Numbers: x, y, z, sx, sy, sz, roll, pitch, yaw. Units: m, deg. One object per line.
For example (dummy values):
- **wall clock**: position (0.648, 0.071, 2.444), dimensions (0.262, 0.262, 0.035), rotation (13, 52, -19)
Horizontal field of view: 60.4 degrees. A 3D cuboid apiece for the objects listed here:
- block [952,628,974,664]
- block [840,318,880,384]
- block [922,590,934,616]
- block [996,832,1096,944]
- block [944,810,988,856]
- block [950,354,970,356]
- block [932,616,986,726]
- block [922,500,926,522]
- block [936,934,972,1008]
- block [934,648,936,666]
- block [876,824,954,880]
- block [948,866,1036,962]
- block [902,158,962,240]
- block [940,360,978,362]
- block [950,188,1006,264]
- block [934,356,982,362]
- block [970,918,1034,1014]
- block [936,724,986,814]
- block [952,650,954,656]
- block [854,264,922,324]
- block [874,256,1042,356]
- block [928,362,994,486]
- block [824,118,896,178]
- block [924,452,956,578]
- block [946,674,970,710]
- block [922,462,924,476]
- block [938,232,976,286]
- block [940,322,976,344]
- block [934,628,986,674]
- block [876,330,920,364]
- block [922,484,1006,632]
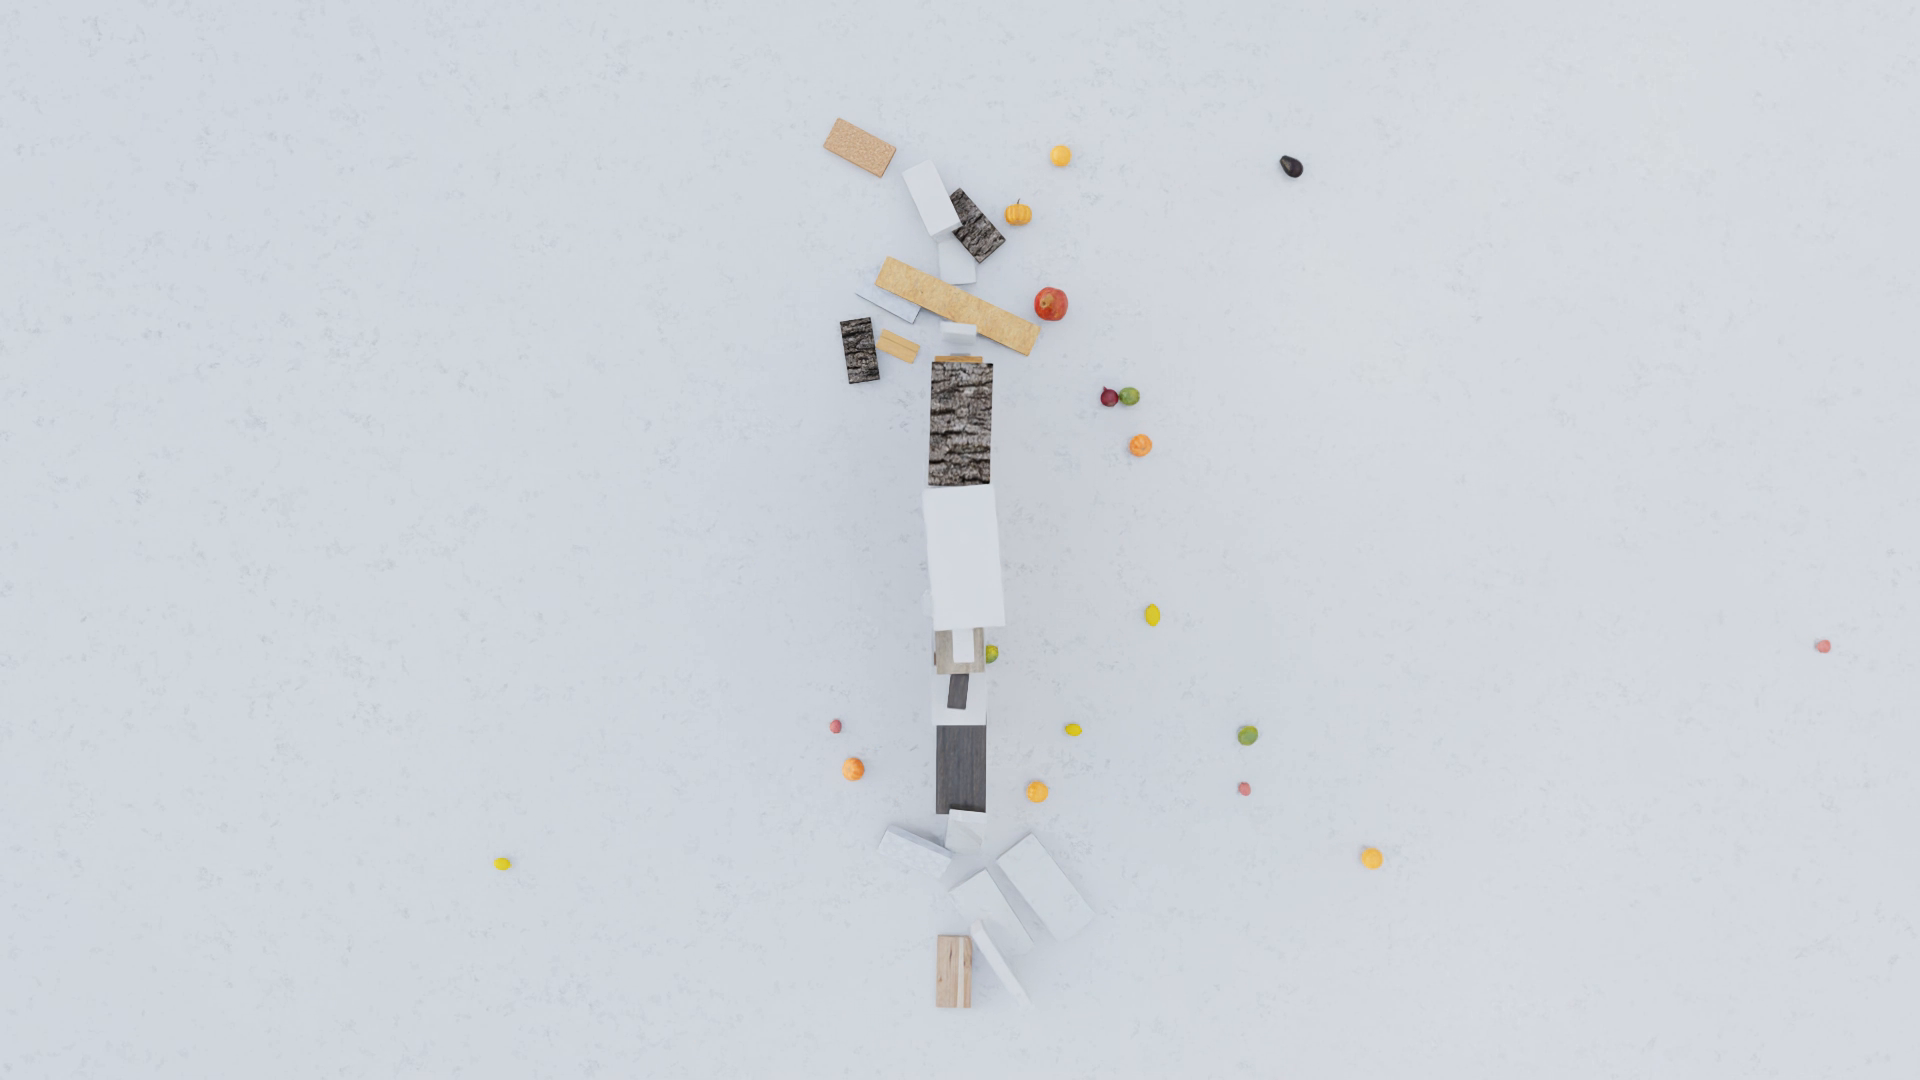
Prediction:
- **block**: position (0.009, 0.278, 4.488), dimensions (0.056, 0.016, 0.112), rotation (-3, 90, 0)
- **block**: position (-0.333, -0.630, 5.485), dimensions (0.103, 0.029, 0.207), rotation (-9, 90, 0)
- **block**: position (-0.006, 0.160, 4.354), dimensions (0.174, 0.509, 0.049), rotation (-3, 90, 0)
- **block**: position (0.285, 1.153, 5.478), dimensions (0.152, 0.043, 0.347), rotation (-38, 90, 0)
- **block**: position (0.016, 0.940, 5.283), dimensions (0.117, 0.458, 0.033), rotation (6, 67, 0)
- **block**: position (0.001, -0.584, 5.355), dimensions (0.068, 0.292, 0.019), rotation (0, 101, 0)
- **block**: position (-0.004, 0.391, 4.940), dimensions (0.160, 0.045, 0.320), rotation (0, 90, 0)
- **block**: position (-0.009, -0.076, 4.274), dimensions (0.174, 0.348, 0.049), rotation (-1, 90, 0)
- **block**: position (-0.019, 1.434, 5.483), dimensions (0.117, 0.033, 0.233), rotation (1, 90, 0)
- **block**: position (-0.006, 0.335, 4.782), dimensions (0.135, 0.271, 0.038), rotation (-1, 90, 0)
- **block**: position (-0.149, 1.031, 5.451), dimensions (0.233, 0.033, 0.117), rotation (24, 129, 0)
- **block**: position (0.103, 1.258, 5.478), dimensions (0.152, 0.043, 0.304), rotation (-33, 90, 0)
- **block**: position (-0.093, -1.123, 5.431), dimensions (0.109, 0.031, 0.267), rotation (-25, 69, 6)
- **block**: position (-0.001, -0.455, 4.481), dimensions (0.104, 0.207, 0.029), rotation (1, 107, 0)
- **block**: position (0.033, -1.039, 5.451), dimensions (0.115, 0.033, 0.230), rotation (-41, 90, 0)
- **block**: position (-0.004, -0.377, 4.604), dimensions (0.134, 0.038, 0.268), rotation (0, 90, 0)
- **block**: position (0.135, 1.388, 5.380), dimensions (0.043, 0.152, 0.304), rotation (-33, 90, -2)
- **block**: position (0.004, 0.699, 5.163), dimensions (0.157, 0.044, 0.313), rotation (0, 90, 0)
- **block**: position (0.009, 0.316, 4.552), dimensions (0.056, 0.112, 0.016), rotation (-4, 90, 0)
- **block**: position (-0.229, -0.817, 5.485), dimensions (0.218, 0.031, 0.109), rotation (28, 90, 0)
- **block**: position (-0.006, -0.774, 5.460), dimensions (0.561, 0.029, 0.103), rotation (25, 93, -5)
- **block**: position (0.002, -0.288, 4.119), dimensions (0.153, 0.043, 0.307), rotation (2, 90, 0)
- **block**: position (-0.333, -1.304, 5.485), dimensions (0.218, 0.031, 0.109), rotation (28, 90, 0)
- **block**: position (-0.007, -0.071, 4.472), dimensions (0.170, 0.048, 0.339), rotation (-2, 90, 0)
- **block**: position (-0.005, 0.437, 4.800), dimensions (0.055, 0.016, 0.110), rotation (6, 90, 0)
- **block**: position (-0.016, -0.189, 4.666), dimensions (0.170, 0.339, 0.048), rotation (-1, 90, 0)
- **block**: position (-0.014, -0.964, 5.484), dimensions (0.115, 0.033, 0.230), rotation (-5, 90, 0)
- **block**: position (-0.005, -0.676, 5.385), dimensions (0.115, 0.230, 0.033), rotation (6, 90, 0)
- **block**: position (-0.004, 0.238, 4.627), dimensions (0.135, 0.038, 0.271), rotation (-3, 90, 0)
- **block**: position (-0.207, -0.644, 5.490), dimensions (0.135, 0.019, 0.068), rotation (25, 90, 0)
- **block**: position (0.010, 0.043, 4.074), dimensions (0.174, 0.049, 0.348), rotation (-5, 90, 0)
